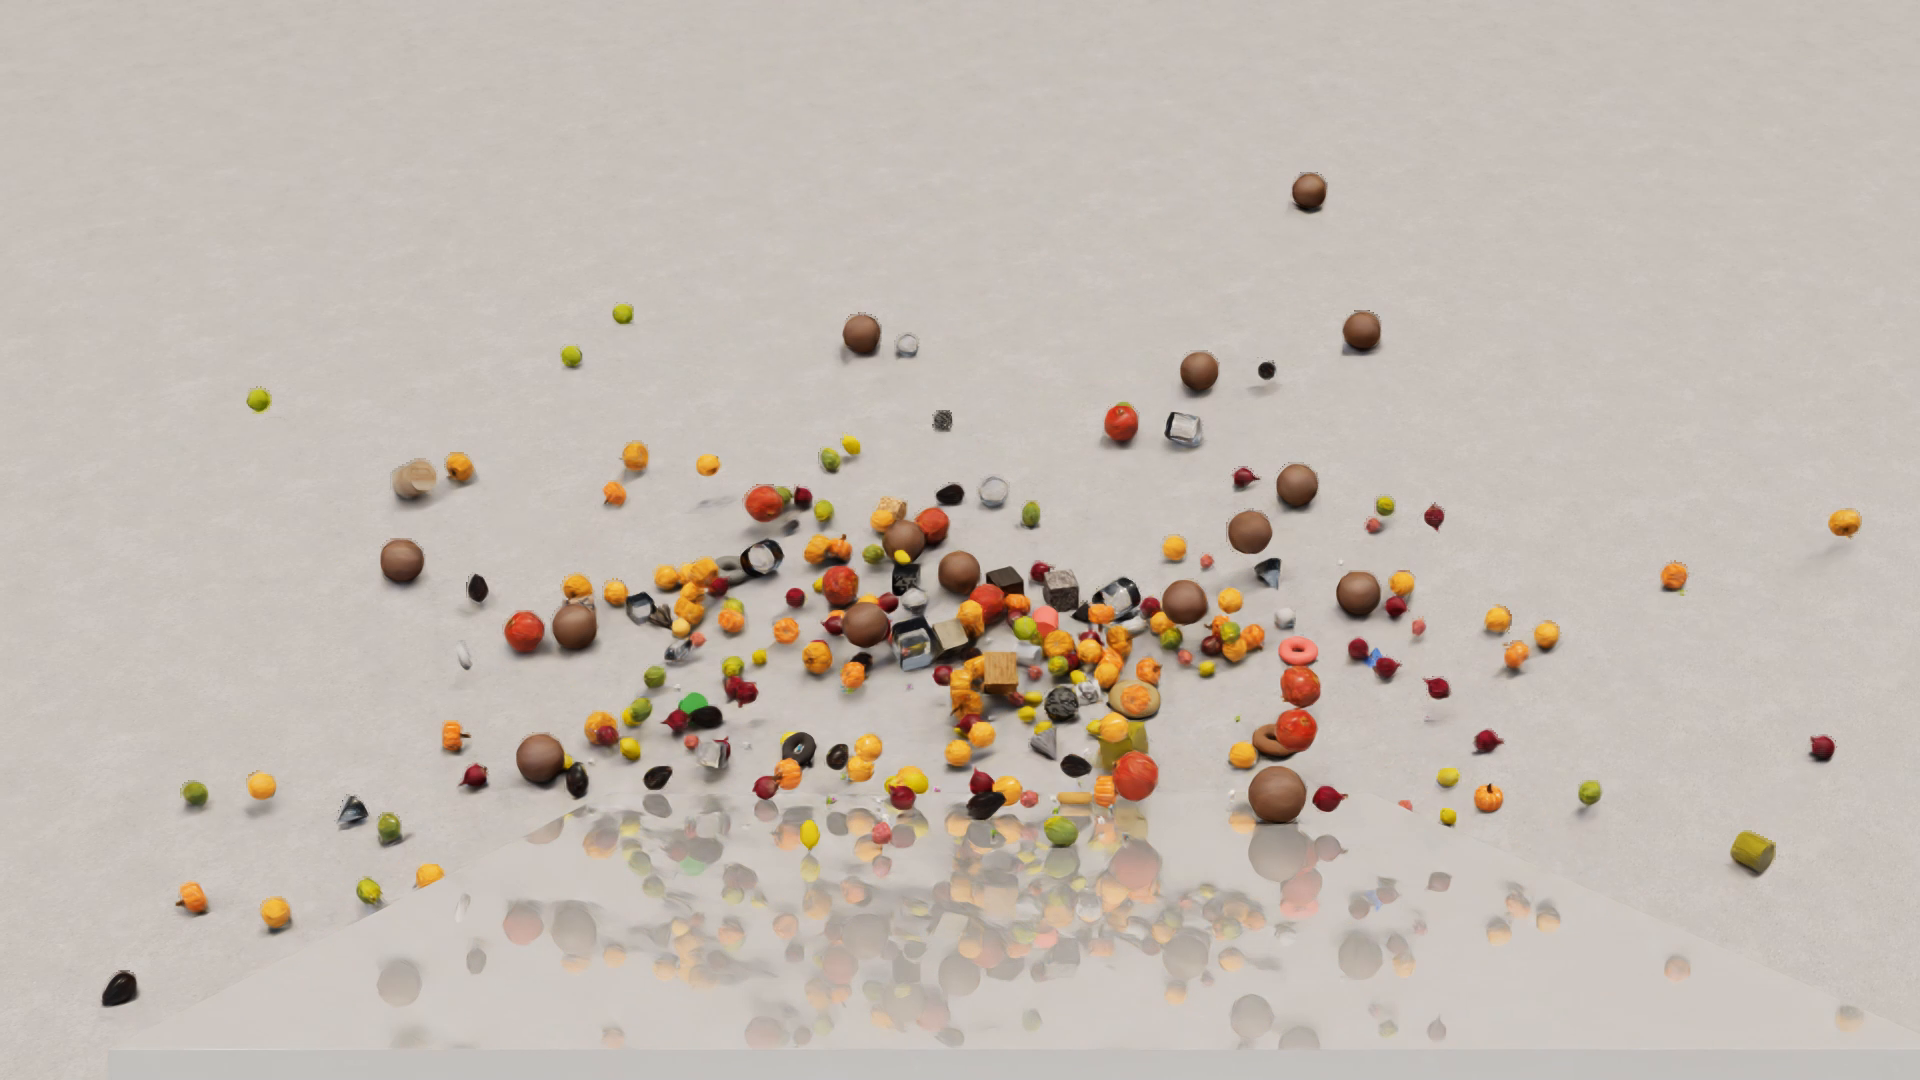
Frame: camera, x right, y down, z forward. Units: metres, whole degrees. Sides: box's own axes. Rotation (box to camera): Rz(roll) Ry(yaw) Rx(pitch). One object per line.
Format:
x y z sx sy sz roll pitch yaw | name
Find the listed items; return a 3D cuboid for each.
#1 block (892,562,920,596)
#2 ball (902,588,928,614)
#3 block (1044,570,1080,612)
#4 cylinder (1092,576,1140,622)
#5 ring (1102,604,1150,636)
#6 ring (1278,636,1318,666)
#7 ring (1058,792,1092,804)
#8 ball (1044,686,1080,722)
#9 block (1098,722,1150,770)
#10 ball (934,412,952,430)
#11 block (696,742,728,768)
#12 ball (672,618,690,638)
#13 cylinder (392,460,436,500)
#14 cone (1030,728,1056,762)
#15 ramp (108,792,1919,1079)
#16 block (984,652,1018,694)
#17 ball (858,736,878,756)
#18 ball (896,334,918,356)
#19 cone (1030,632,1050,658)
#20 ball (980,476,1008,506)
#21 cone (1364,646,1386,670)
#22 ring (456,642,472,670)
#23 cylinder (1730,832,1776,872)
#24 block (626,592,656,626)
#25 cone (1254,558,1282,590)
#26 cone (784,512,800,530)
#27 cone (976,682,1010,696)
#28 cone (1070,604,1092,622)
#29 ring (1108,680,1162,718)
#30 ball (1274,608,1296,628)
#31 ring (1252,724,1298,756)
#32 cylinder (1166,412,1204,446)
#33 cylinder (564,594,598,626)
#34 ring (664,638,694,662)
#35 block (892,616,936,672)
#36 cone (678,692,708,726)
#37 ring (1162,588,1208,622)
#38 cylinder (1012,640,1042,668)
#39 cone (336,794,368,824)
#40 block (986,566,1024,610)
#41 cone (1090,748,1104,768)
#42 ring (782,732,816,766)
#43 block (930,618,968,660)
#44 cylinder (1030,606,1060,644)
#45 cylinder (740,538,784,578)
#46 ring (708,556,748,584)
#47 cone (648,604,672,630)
-0.160 0.119 7.685 0.072 0.072 0.072 5 34 7 | block
-0.133 0.176 7.598 0.076 0.076 0.076 0 34 0 | ball
0.297 0.150 7.627 0.086 0.086 0.086 -7 35 -9 | block
0.453 0.171 7.505 0.098 0.098 0.098 -30 44 -34 | cylinder
0.480 0.229 7.548 0.140 0.047 0.140 -1 35 1 | ring
0.968 0.318 7.426 0.114 0.038 0.114 -1 34 1 | ring
0.285 0.638 6.427 0.089 0.030 0.089 1 -2 0 | ring
0.282 0.453 7.177 0.097 0.097 0.097 0 34 0 | ball
0.441 0.554 6.986 0.096 0.096 0.096 0 24 27 | block
-0.055 -0.388 8.435 0.061 0.061 0.061 0 34 0 | ball
-0.666 0.575 6.969 0.064 0.064 0.064 5 -3 12 | block
-0.807 0.254 7.503 0.055 0.055 0.055 0 34 0 | ball
-1.695 -0.186 8.065 0.099 0.099 0.099 -19 16 44 | cylinder
0.243 0.569 7.046 0.082 0.082 0.082 -15 57 -20 | cone
0.076 0.658 4.811 2.000 0.100 4.000 0 -2 0 | ramp
0.112 0.367 7.188 0.090 0.090 0.090 -2 70 -1 | block
-0.249 0.560 7.058 0.055 0.055 0.055 0 34 0 | ball
-0.178 -0.661 8.820 0.075 0.075 0.075 0 34 0 | ball
0.223 0.288 7.434 0.077 0.077 0.077 0 34 0 | cone
0.105 -0.151 8.061 0.093 0.093 0.093 0 34 0 | ball
1.184 0.326 7.394 0.060 0.060 0.060 0 34 0 | cone
-1.394 0.326 7.288 0.027 0.081 0.081 -18 37 -5 | ring
2.038 0.801 6.674 0.079 0.079 0.079 -26 37 -33 | cylinder
-0.930 0.200 7.575 0.063 0.063 0.063 -21 40 -27 | block
0.930 0.113 7.723 0.087 0.087 0.087 -10 62 -14 | cone
-0.524 -0.066 7.941 0.054 0.054 0.054 -14 59 -19 | cone
0.081 0.409 7.286 0.088 0.088 0.088 -19 25 29 | cone
0.347 0.220 7.577 0.060 0.060 0.060 -16 28 24 | cone
0.487 0.442 7.233 0.149 0.050 0.149 2 32 -1 | ring
0.943 0.225 7.541 0.061 0.061 0.061 0 34 0 | ball
0.861 0.547 7.084 0.128 0.043 0.128 0 29 0 | ring
0.720 -0.358 8.339 0.094 0.094 0.094 13 37 22 | cylinder
-1.105 0.206 7.551 0.080 0.080 0.080 -13 36 -18 | cylinder
-0.803 0.315 7.409 0.095 0.032 0.095 -27 19 10 | ring
-0.132 0.295 7.388 0.098 0.098 0.098 -14 47 -15 | block
-0.760 0.462 7.203 0.092 0.092 0.092 -25 19 -31 | cone
0.660 0.190 7.605 0.139 0.046 0.139 0 33 0 | ring
0.192 0.325 7.390 0.066 0.066 0.066 17 38 23 | cylinder
-1.607 0.721 6.808 0.075 0.075 0.075 23 44 29 | cone
0.132 0.142 7.641 0.084 0.084 0.084 -14 37 -20 | block
0.383 0.576 7.026 0.061 0.061 0.061 -1 32 1 | cone
-0.437 0.568 7.036 0.100 0.033 0.100 -13 55 19 | ring
-0.037 0.281 7.411 0.081 0.081 0.081 -17 73 -25 | block
0.243 0.245 7.496 0.077 0.077 0.077 5 39 8 | cylinder
-0.590 0.055 7.734 0.095 0.095 0.095 14 19 20 | cylinder
-0.688 0.090 7.754 0.126 0.042 0.126 0 33 0 | ring
-0.853 0.238 7.545 0.075 0.075 0.075 -31 72 -37 | cone
